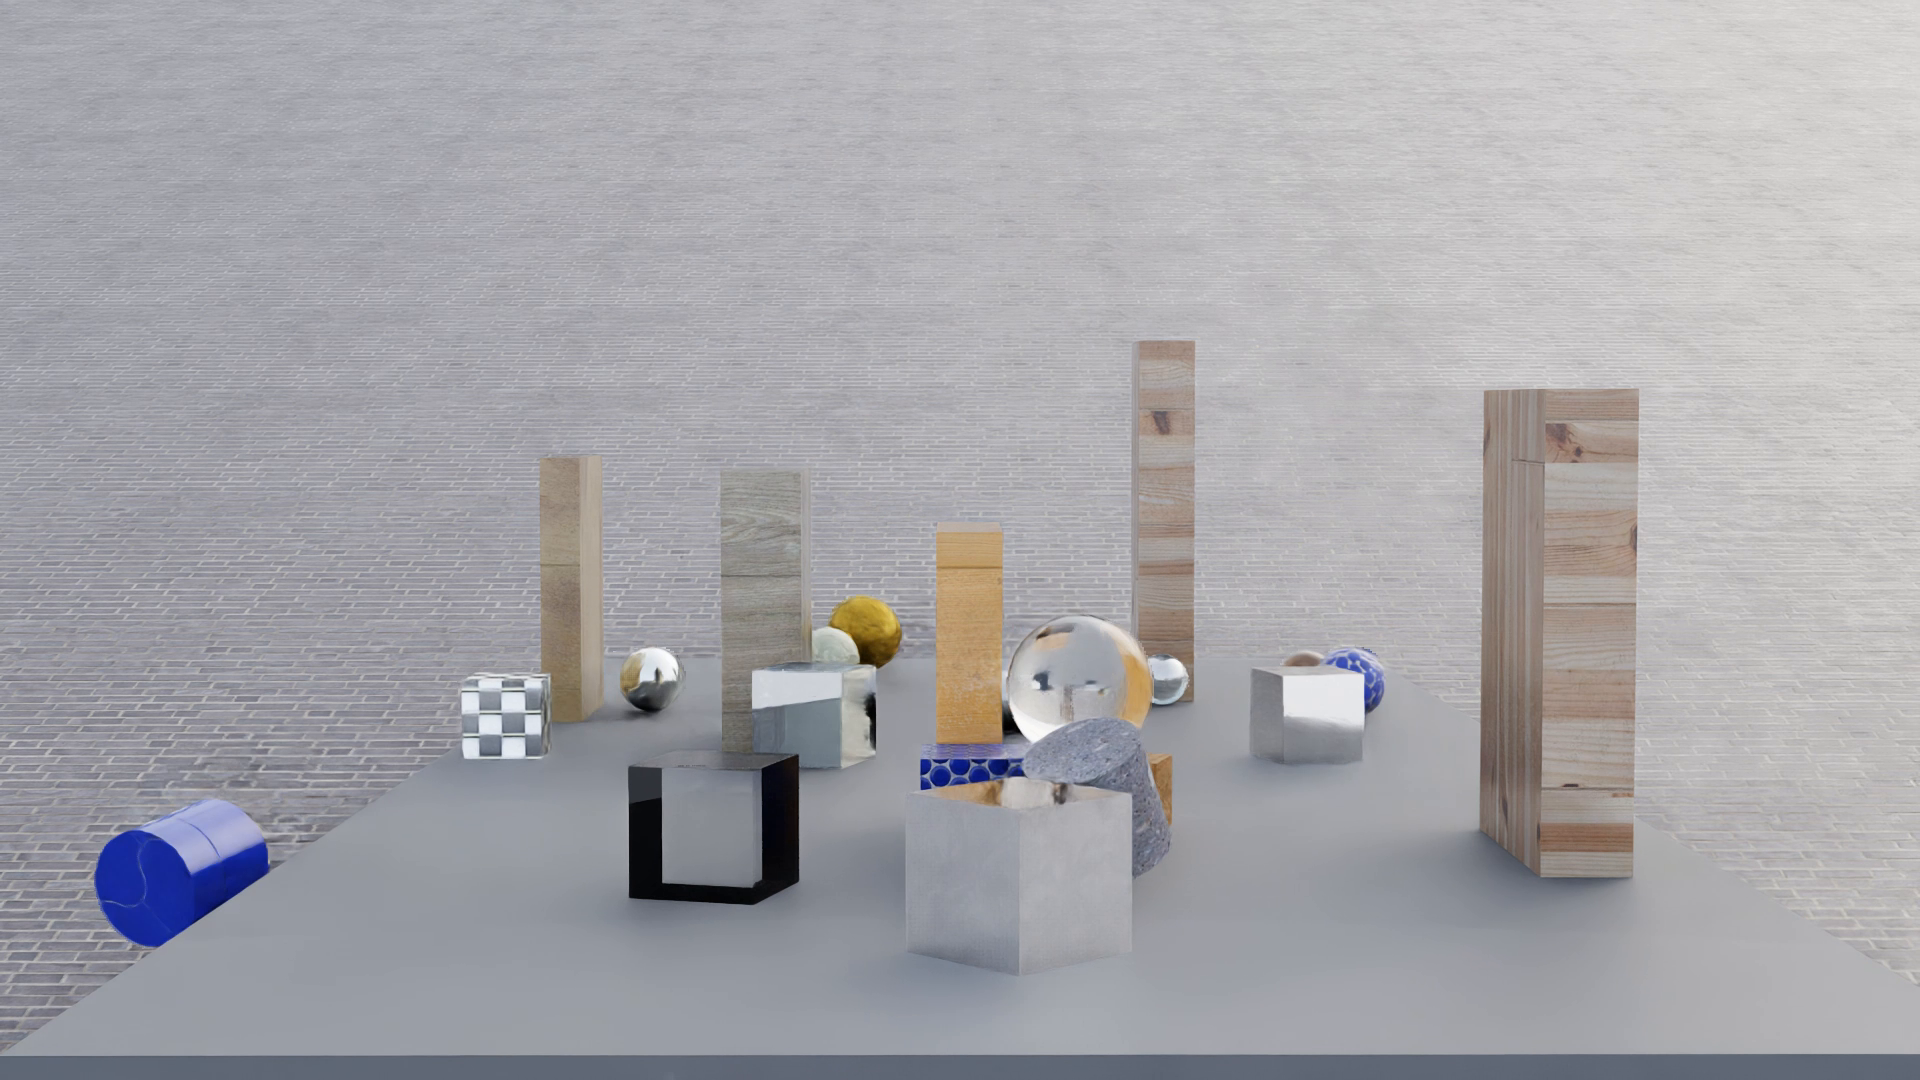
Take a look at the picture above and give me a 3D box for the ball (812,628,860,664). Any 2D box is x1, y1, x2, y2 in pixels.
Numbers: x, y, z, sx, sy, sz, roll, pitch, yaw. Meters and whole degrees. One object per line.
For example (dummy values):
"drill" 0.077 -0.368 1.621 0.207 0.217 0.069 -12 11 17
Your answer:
"ball" -0.298 0.268 5.800 0.142 0.142 0.142 0 22 0

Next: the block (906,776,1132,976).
"block" 0.069 0.389 3.007 0.187 0.187 0.187 -3 4 -44

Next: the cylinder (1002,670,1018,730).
"cylinder" 0.088 0.316 5.064 0.118 0.118 0.118 0 22 -3

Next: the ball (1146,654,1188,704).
"ball" 0.434 0.298 5.509 0.109 0.109 0.109 0 22 0

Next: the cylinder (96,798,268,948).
"cylinder" -1.182 0.505 3.915 0.180 0.180 0.180 8 13 20

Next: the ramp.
"ramp" 0.050 0.454 4.532 2.000 0.100 4.000 0 3 0

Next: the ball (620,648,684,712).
"ball" -0.647 0.292 5.395 0.135 0.135 0.135 0 22 0

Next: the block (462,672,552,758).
"block" -0.834 0.323 4.737 0.142 0.142 0.142 0 3 -2

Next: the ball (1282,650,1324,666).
"ball" 0.739 0.295 5.468 0.120 0.120 0.120 0 22 0

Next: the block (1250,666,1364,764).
"block" 0.631 0.317 4.684 0.158 0.158 0.158 -1 3 -16

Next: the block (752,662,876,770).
"block" -0.262 0.314 4.636 0.169 0.169 0.169 1 3 19

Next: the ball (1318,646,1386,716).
"ball" 0.799 0.292 5.270 0.146 0.146 0.146 0 22 0

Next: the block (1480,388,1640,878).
"block" 0.849 0.116 3.673 0.125 0.662 0.407 0 3 0

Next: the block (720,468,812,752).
"block" -0.366 0.125 4.894 0.148 0.520 0.321 0 3 0

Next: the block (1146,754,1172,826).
"block" 0.257 0.383 3.895 0.107 0.107 0.107 1 3 17

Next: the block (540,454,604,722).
"block" -0.807 0.093 5.358 0.080 0.536 0.335 0 3 0

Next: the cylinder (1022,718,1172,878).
"cylinder" 0.184 0.350 3.439 0.163 0.163 0.163 -15 24 7

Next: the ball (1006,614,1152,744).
"ball" 0.166 0.206 3.596 0.205 0.205 0.205 0 22 0

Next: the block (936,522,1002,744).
"block" 0.013 0.211 3.789 0.094 0.461 0.313 0 3 0

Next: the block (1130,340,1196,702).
"block" 0.446 -0.045 5.667 0.120 0.780 0.240 0 3 0

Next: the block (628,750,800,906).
"block" -0.323 0.376 3.396 0.172 0.172 0.172 1 3 16

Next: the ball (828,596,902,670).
"ball" -0.231 0.227 6.207 0.180 0.180 0.180 0 22 0

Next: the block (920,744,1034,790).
"block" 0.027 0.373 3.560 0.162 0.162 0.162 0 3 0
